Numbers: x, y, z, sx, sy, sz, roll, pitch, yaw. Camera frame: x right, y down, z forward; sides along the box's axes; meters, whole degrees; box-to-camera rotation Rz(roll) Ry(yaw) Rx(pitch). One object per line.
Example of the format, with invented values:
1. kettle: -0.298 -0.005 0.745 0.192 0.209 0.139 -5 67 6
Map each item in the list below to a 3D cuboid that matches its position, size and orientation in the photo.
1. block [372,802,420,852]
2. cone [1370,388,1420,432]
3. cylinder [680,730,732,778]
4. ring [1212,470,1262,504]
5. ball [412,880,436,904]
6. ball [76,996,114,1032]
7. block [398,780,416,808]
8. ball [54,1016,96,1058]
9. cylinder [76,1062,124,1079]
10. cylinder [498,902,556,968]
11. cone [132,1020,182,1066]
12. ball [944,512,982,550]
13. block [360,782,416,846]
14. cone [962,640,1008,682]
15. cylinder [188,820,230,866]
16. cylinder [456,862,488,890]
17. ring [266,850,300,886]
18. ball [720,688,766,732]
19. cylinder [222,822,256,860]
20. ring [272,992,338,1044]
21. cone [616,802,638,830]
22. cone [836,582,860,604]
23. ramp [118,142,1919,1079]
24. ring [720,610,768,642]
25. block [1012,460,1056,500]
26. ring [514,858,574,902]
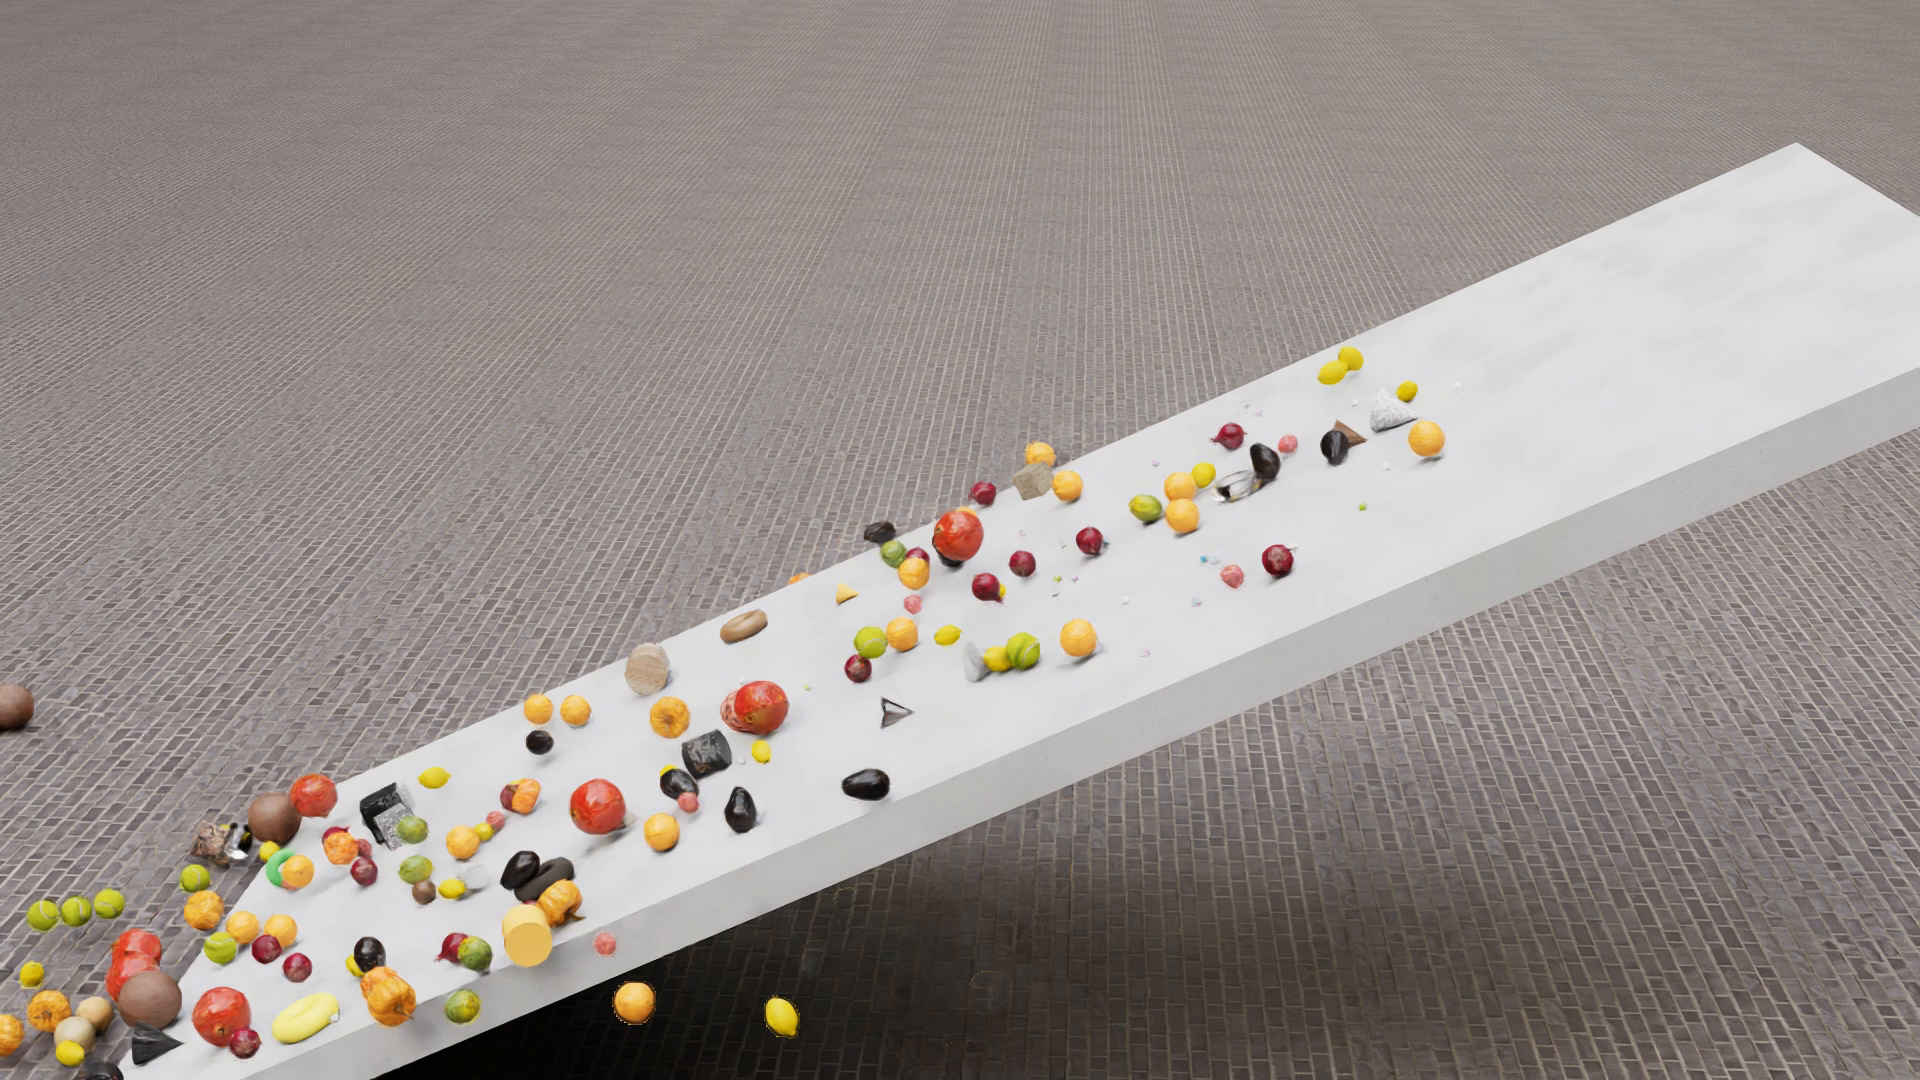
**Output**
1. block: -1.279 0.651 6.676 0.073 0.073 0.073 -29 14 -16
2. cone: 0.924 -0.265 6.176 0.096 0.096 0.096 13 20 26
3. cylinder: -0.522 0.441 6.060 0.078 0.078 0.078 -23 12 12
4. ring: 0.586 -0.113 6.230 0.114 0.038 0.114 -23 14 6
5. ball: -1.112 0.730 6.103 0.051 0.051 0.051 0 16 0
6. ball: -1.869 1.025 6.352 0.077 0.077 0.077 0 16 0
7. block: -1.328 0.611 6.955 0.059 0.059 0.059 -29 13 -13
8. ball: -1.880 1.055 6.248 0.088 0.088 0.088 0 16 0
9. cylinder: -1.673 1.073 5.721 0.094 0.094 0.094 -4 8 -15
10. cylinder: -0.800 0.730 5.430 0.087 0.087 0.087 -6 32 -21
11. cone: -1.616 1.018 5.949 0.092 0.092 0.092 2 16 0
12. ball: 0.007 -0.022 6.848 0.090 0.090 0.090 0 16 0
13. block: -1.321 0.631 6.787 0.094 0.094 0.094 -27 13 -6
14. cone: 0.061 0.240 5.839 0.084 0.084 0.084 -2 15 -23
15. cylinder: -1.852 0.751 7.290 0.090 0.090 0.090 22 9 -18
16. cylinder: -0.996 0.687 6.012 0.052 0.052 0.052 -9 2 -29
17. ring: -1.559 0.754 6.772 0.087 0.087 0.029 -13 19 -39
18. ball: -0.460 0.359 6.225 0.095 0.095 0.095 0 16 0
19. cylinder: -1.775 0.741 7.241 0.066 0.066 0.066 5 57 18
20. ring: -1.259 0.919 5.654 0.137 0.046 0.137 -24 14 6
21. cone: -0.689 0.555 5.991 0.051 0.051 0.051 -24 13 6
22. cone: -0.259 0.126 6.916 0.054 0.054 0.054 4 16 7
23. ramp: 0.135 0.169 6.283 4.000 0.100 2.000 -24 13 9
24. ring: -0.519 0.207 7.051 0.125 0.042 0.125 -24 12 5
25. block: 0.178 -0.142 7.049 0.065 0.065 0.065 -12 19 45
26. ring: -0.821 0.671 5.804 0.128 0.043 0.128 -26 12 6
